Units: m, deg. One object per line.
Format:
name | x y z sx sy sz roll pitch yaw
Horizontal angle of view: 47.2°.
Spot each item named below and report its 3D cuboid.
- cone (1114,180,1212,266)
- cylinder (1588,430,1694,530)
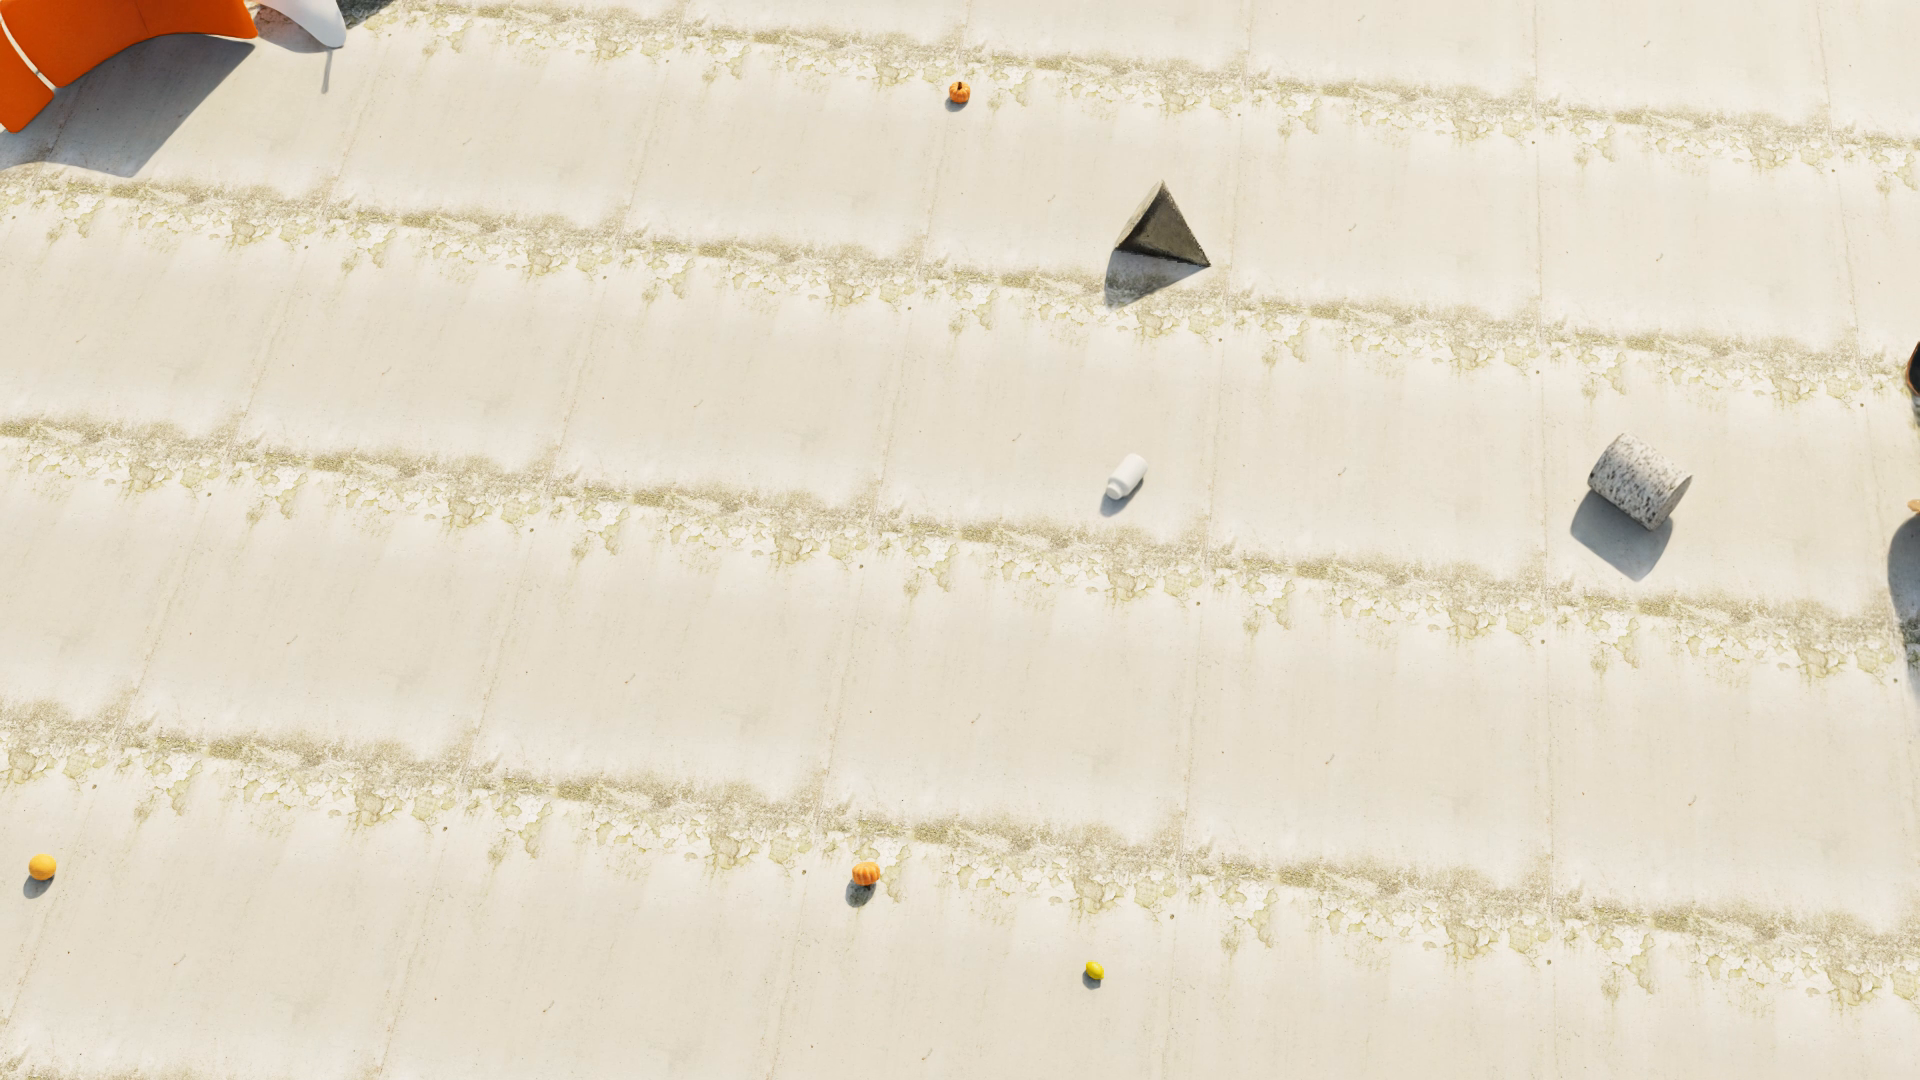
cone | 0.700 -0.975 7.153 0.297 0.273 0.271 34 100 -8
cylinder | 2.031 -0.179 6.568 0.232 0.211 0.185 40 49 24
